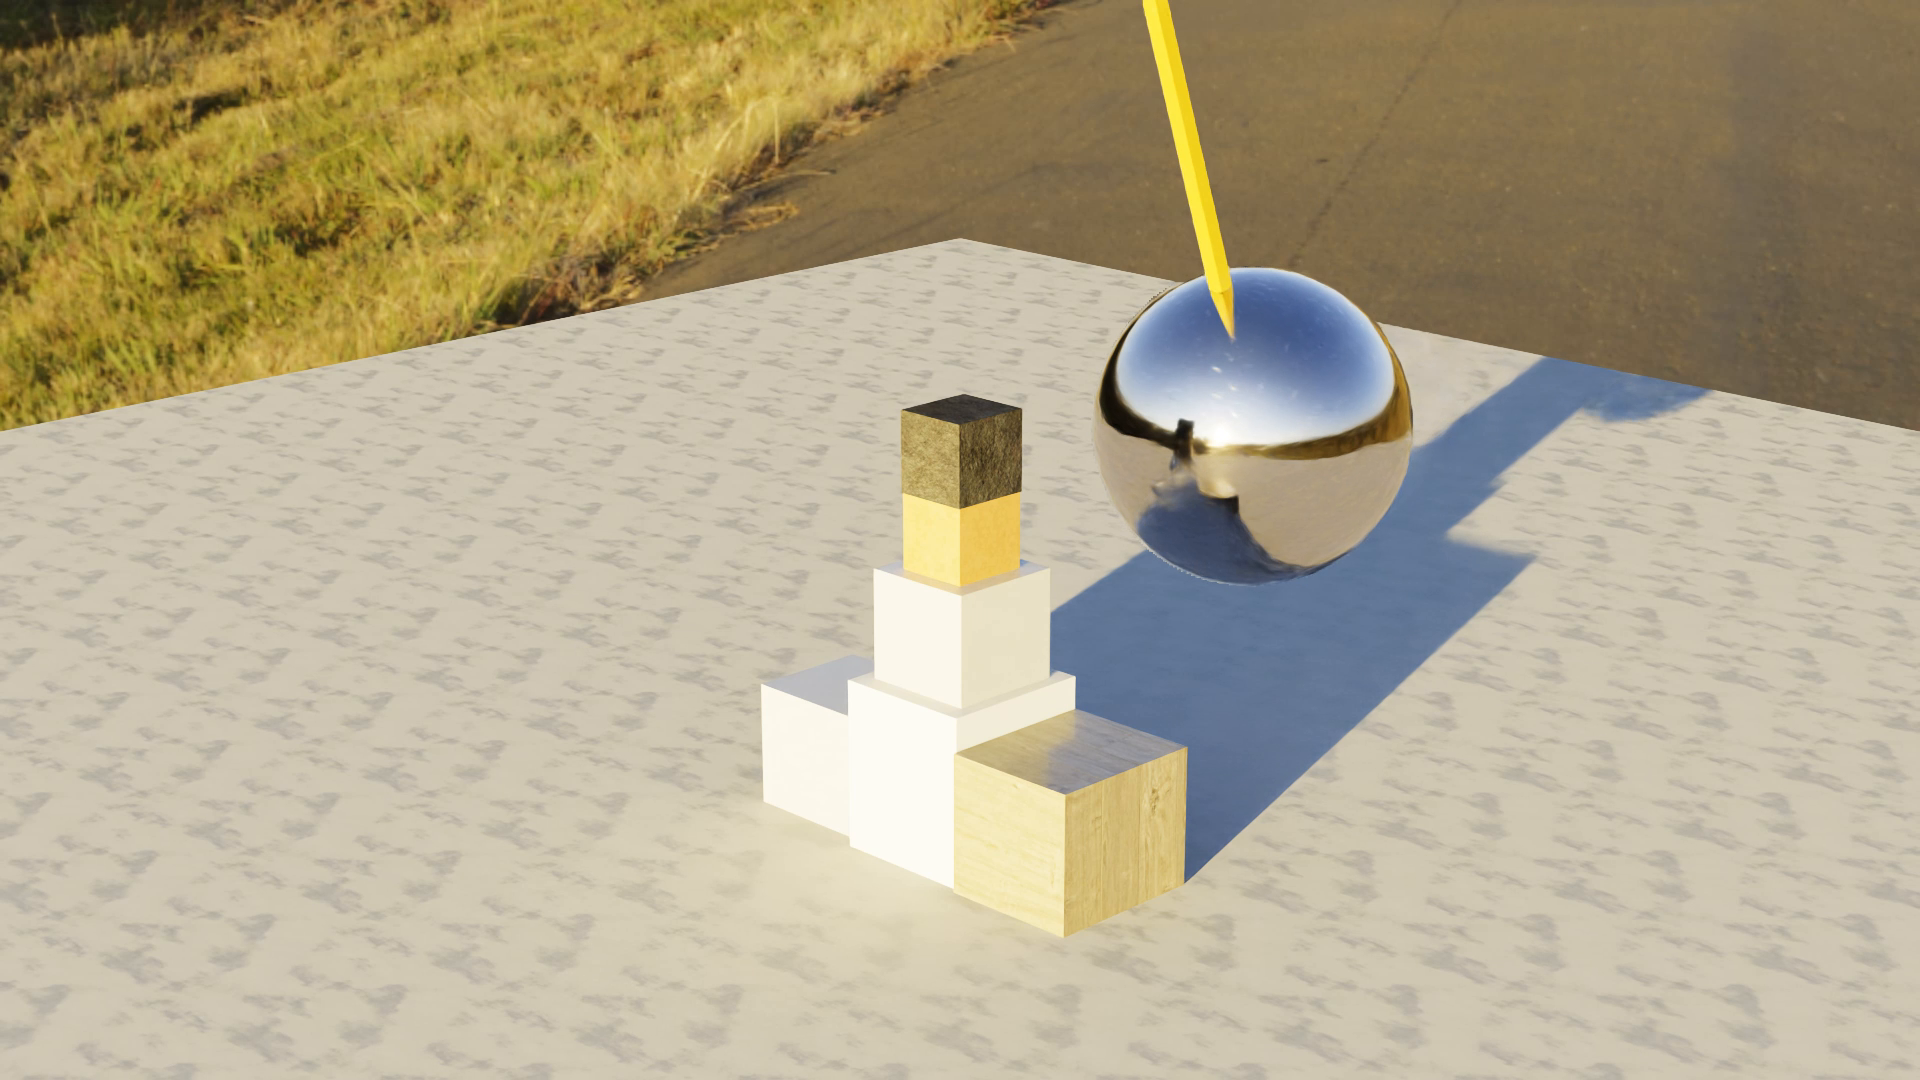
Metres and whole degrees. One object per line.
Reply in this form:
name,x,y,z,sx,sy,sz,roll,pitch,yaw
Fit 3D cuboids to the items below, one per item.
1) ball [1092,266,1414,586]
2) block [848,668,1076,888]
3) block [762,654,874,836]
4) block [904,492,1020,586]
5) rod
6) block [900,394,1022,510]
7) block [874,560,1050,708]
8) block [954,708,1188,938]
ball,1.467,-0.572,14.699,1.600,1.600,1.600,0,17,0
block,0.009,1.034,13.673,0.778,0.829,0.707,-17,24,-42
block,-0.500,0.992,14.173,0.604,0.608,0.685,-17,24,-42
block,0.008,-0.044,13.336,0.386,0.363,0.363,-17,24,-42
rod,0.636,-3.366,12.950,0.080,5.200,0.080,17,44,42
block,0.007,-0.402,13.223,0.401,0.389,0.370,-17,24,-42
block,0.010,0.383,13.472,0.577,0.533,0.563,-17,24,-42
block,0.495,1.261,13.211,0.803,0.673,0.681,-17,24,-42
